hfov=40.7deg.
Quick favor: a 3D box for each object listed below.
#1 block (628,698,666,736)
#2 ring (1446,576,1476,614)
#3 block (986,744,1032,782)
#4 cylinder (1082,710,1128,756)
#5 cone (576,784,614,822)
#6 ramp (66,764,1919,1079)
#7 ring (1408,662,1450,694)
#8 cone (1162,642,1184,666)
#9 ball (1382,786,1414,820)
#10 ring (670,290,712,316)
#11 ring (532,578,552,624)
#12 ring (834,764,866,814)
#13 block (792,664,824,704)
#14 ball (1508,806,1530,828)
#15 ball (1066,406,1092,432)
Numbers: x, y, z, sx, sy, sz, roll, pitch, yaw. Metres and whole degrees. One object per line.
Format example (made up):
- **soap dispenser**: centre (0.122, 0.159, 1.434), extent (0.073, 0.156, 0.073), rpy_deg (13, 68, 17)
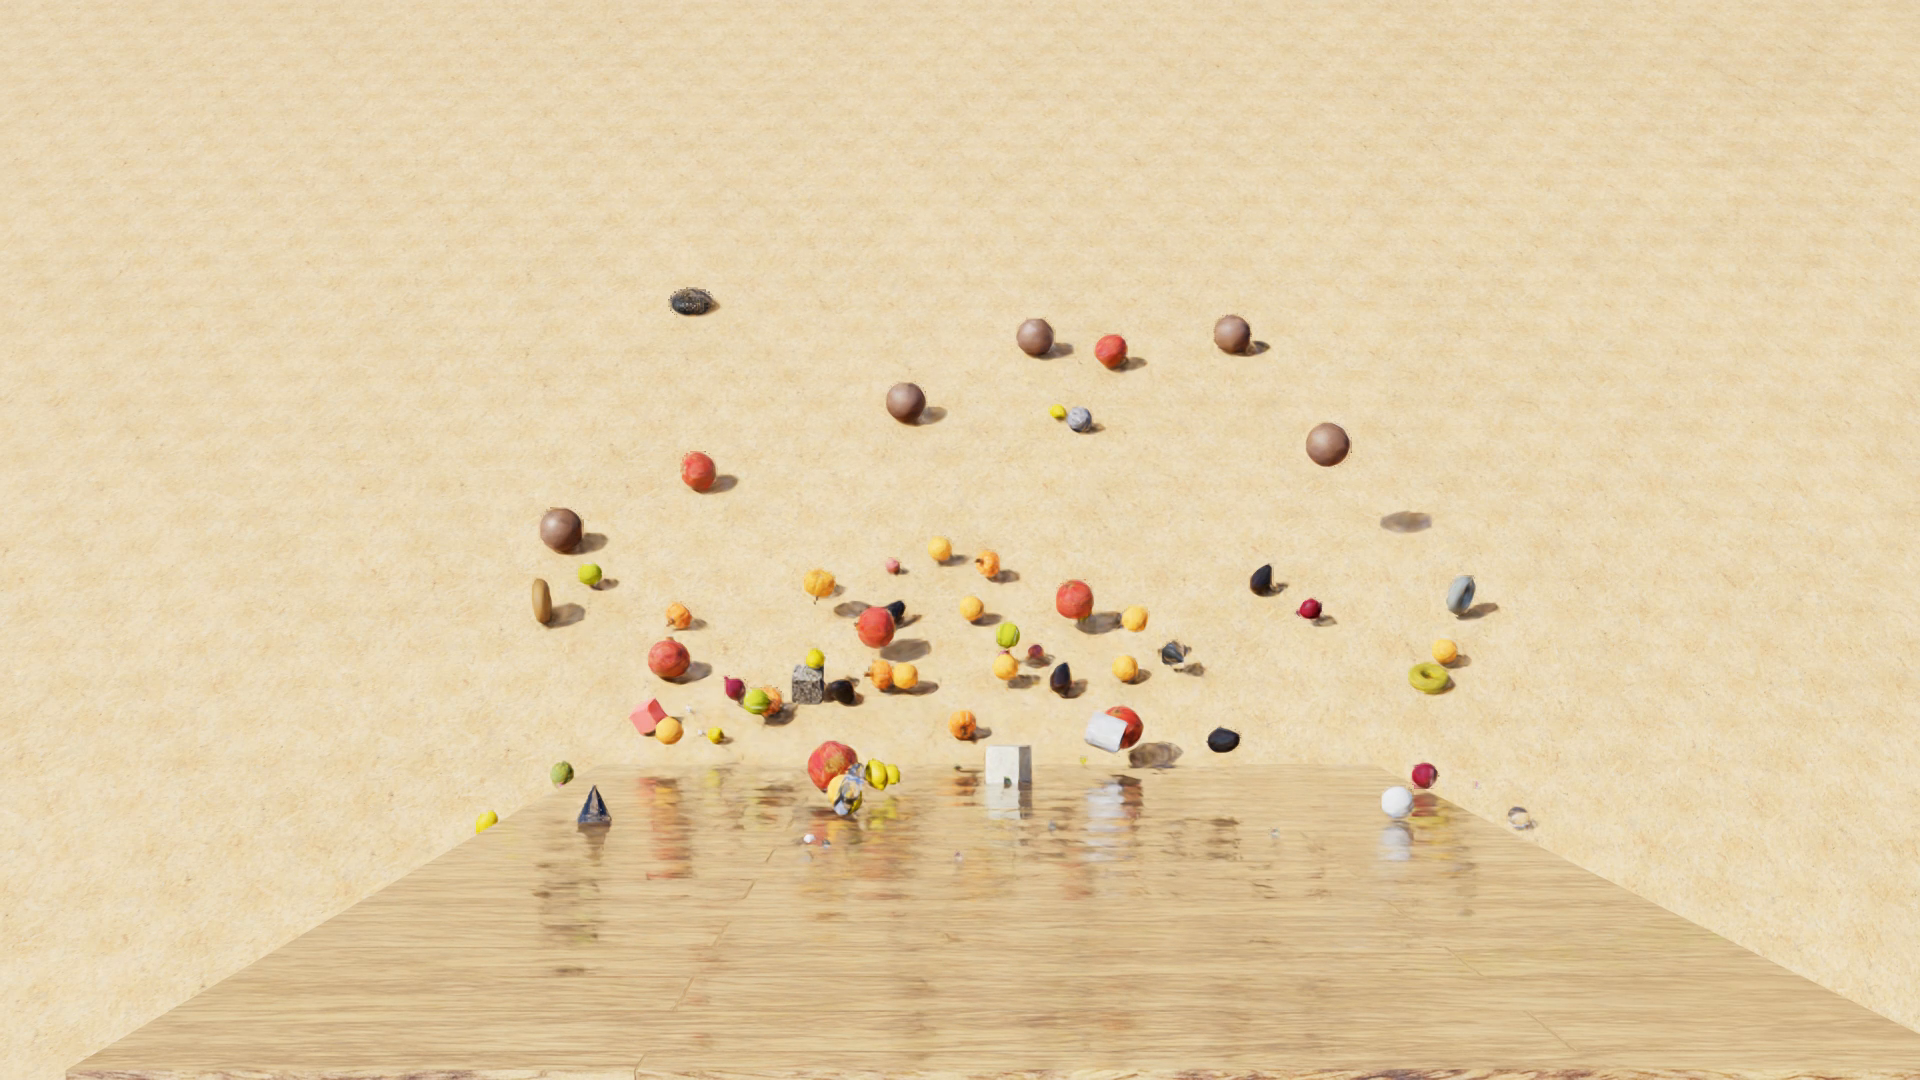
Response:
- **block**: centre (-0.837, 0.473, 6.943), extent (0.062, 0.062, 0.062), rpy_deg (-24, 16, 26)
- **ring**: centre (1.434, 0.157, 7.414), extent (0.038, 0.115, 0.115), rpy_deg (26, 40, 36)
- **block**: centre (0.118, 0.534, 6.192), extent (0.084, 0.084, 0.084), rpy_deg (0, 0, 24)
- **cylinder**: centre (0.373, 0.494, 6.638), extent (0.090, 0.090, 0.090), rpy_deg (21, 35, 9)
- **cone**: centre (-0.741, 0.531, 5.249), extent (0.076, 0.076, 0.076), rpy_deg (0, 0, 0)
- **ramp**: centre (0.069, 0.615, 4.691), extent (2.000, 0.100, 4.000), rpy_deg (0, 0, 0)
- **ring**: centre (1.294, 0.381, 7.142), extent (0.117, 0.039, 0.117), rpy_deg (4, 34, -2)
- **cone**: centre (0.603, 0.324, 7.152), extent (0.071, 0.071, 0.071), rpy_deg (-13, 20, -20)
- **ball**: centre (0.891, 0.535, 5.271), extent (0.067, 0.067, 0.067), rpy_deg (0, 31, 0)
- **ring**: centre (-0.950, -0.840, 9.159), extent (0.147, 0.049, 0.147), rpy_deg (1, 31, -1)
- **ring**: centre (-1.195, 0.174, 7.399), extent (0.043, 0.130, 0.130), rpy_deg (-5, 31, -2)
- **ring**: centre (-0.221, 0.499, 5.194), extent (0.037, 0.111, 0.111), rpy_deg (24, 32, -4)
- **block**: centre (-0.415, 0.394, 7.087), extent (0.079, 0.079, 0.079), rpy_deg (2, 31, 4)
- **ball**: centre (1.421, 0.706, 6.592), extent (0.056, 0.056, 0.056), rpy_deg (0, 31, 0)
- **ball**: centre (0.386, -0.390, 8.382), extent (0.081, 0.081, 0.081), rpy_deg (0, 31, 0)
